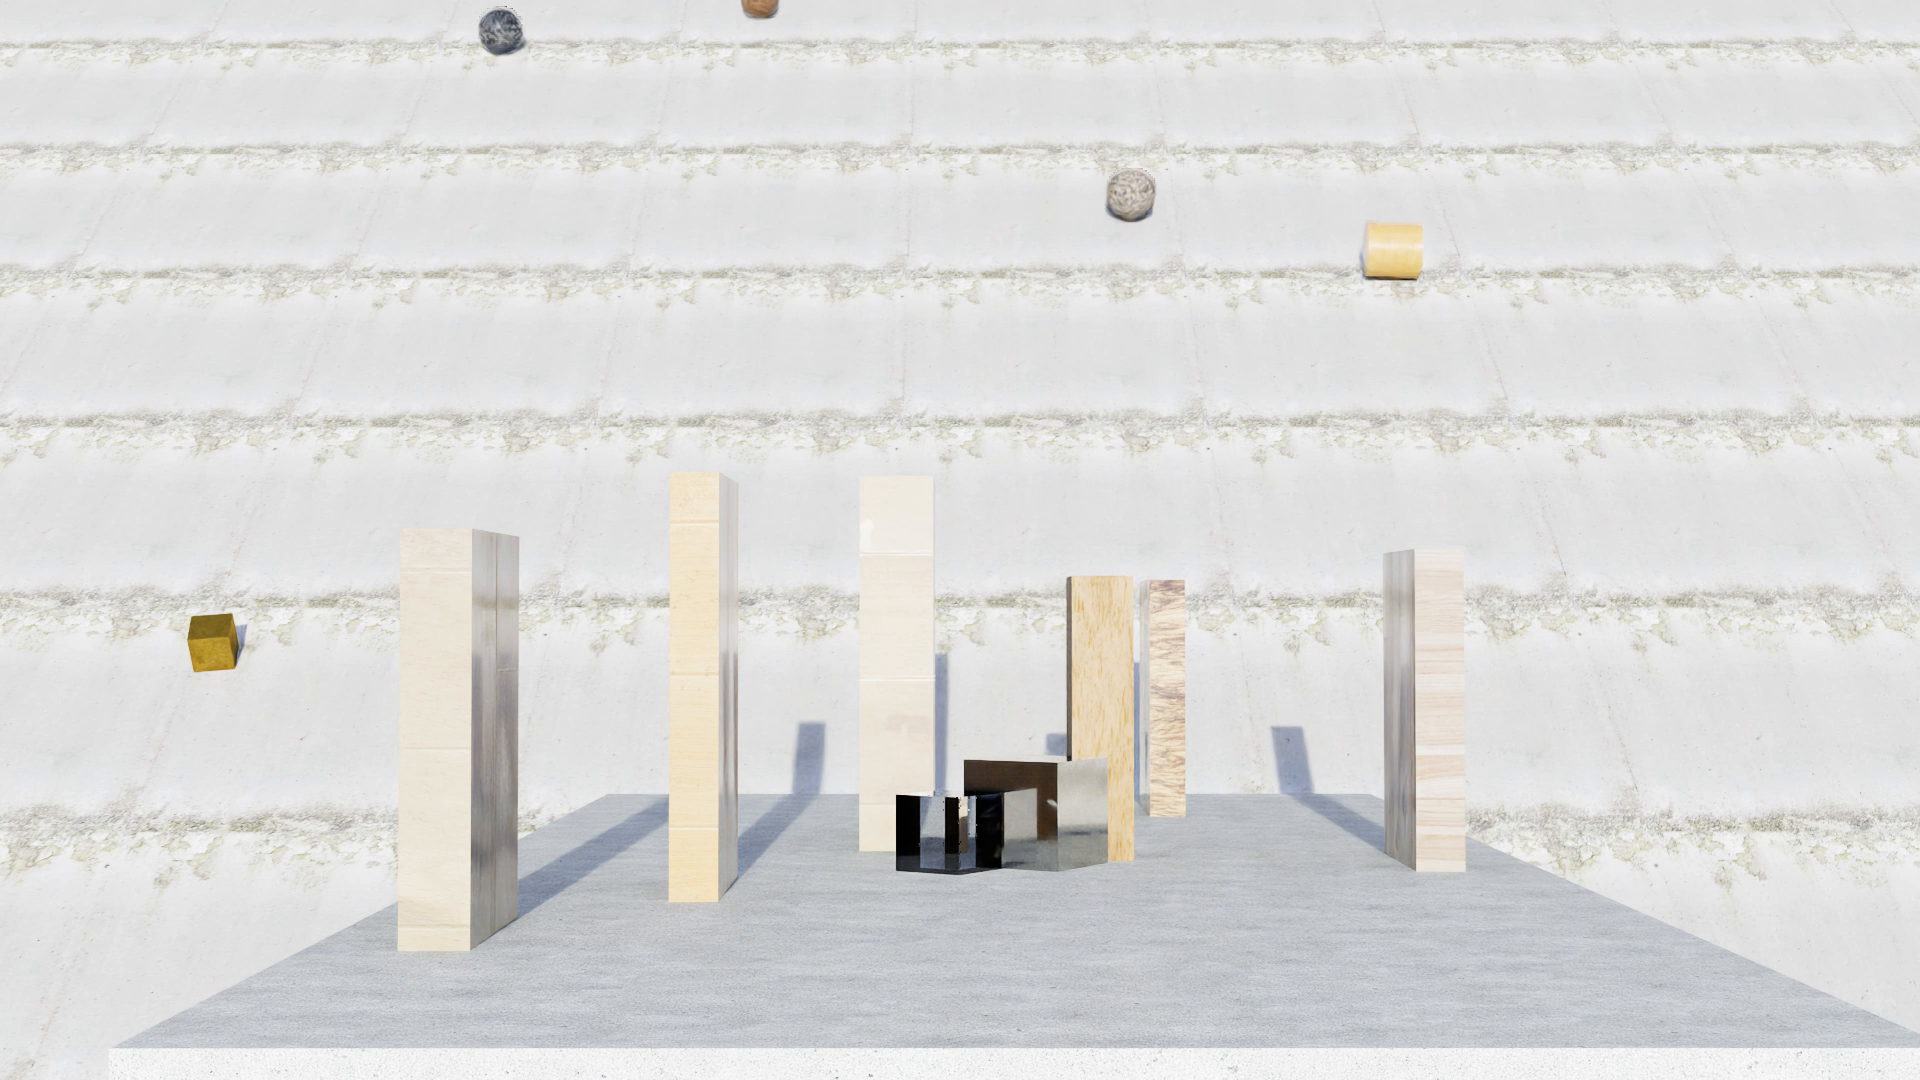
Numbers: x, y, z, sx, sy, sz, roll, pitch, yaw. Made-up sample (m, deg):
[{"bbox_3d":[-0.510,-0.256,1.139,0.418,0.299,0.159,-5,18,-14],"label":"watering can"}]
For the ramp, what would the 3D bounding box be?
[{"bbox_3d":[0.076,0.659,4.815,2.000,0.100,4.000,0,-2,0],"label":"ramp"}]

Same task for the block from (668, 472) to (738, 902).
[{"bbox_3d":[-0.437,0.246,4.453,0.081,0.705,0.378,0,-2,0],"label":"block"}]

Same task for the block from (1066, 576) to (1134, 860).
[{"bbox_3d":[0.273,0.344,5.095,0.118,0.545,0.261,0,-2,0],"label":"block"}]

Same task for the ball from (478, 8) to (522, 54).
[{"bbox_3d":[-1.921,-2.126,10.851,0.185,0.185,0.185,0,35,0],"label":"ball"}]

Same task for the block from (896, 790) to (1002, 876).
[{"bbox_3d":[-0.020,0.538,4.783,0.140,0.140,0.140,-1,-2,34],"label":"block"}]

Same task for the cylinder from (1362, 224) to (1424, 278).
[{"bbox_3d":[1.541,-1.031,9.254,0.191,0.191,0.191,1,35,2],"label":"cylinder"}]

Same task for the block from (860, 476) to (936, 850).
[{"bbox_3d":[-0.127,0.251,5.385,0.147,0.747,0.410,0,-2,0],"label":"block"}]

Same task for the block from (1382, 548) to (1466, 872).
[{"bbox_3d":[0.880,0.317,4.939,0.090,0.591,0.359,0,-2,0],"label":"block"}]

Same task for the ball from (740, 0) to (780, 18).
[{"bbox_3d":[-0.861,-2.328,11.158,0.169,0.169,0.169,0,35,0],"label":"ball"}]

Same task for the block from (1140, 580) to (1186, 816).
[{"bbox_3d":[0.483,0.373,6.210,0.083,0.551,0.338,0,-2,0],"label":"block"}]

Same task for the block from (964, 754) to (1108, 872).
[{"bbox_3d":[0.143,0.511,4.886,0.200,0.200,0.200,-1,-2,31],"label":"block"}]

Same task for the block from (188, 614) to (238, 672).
[{"bbox_3d":[-2.128,0.292,7.399,0.115,0.115,0.115,-4,35,-6],"label":"block"}]

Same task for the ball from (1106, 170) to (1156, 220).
[{"bbox_3d":[0.633,-1.278,9.619,0.185,0.185,0.185,0,35,0],"label":"ball"}]

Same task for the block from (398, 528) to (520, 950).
[{"bbox_3d":[-0.737,0.285,3.839,0.101,0.592,0.392,0,-2,0],"label":"block"}]
